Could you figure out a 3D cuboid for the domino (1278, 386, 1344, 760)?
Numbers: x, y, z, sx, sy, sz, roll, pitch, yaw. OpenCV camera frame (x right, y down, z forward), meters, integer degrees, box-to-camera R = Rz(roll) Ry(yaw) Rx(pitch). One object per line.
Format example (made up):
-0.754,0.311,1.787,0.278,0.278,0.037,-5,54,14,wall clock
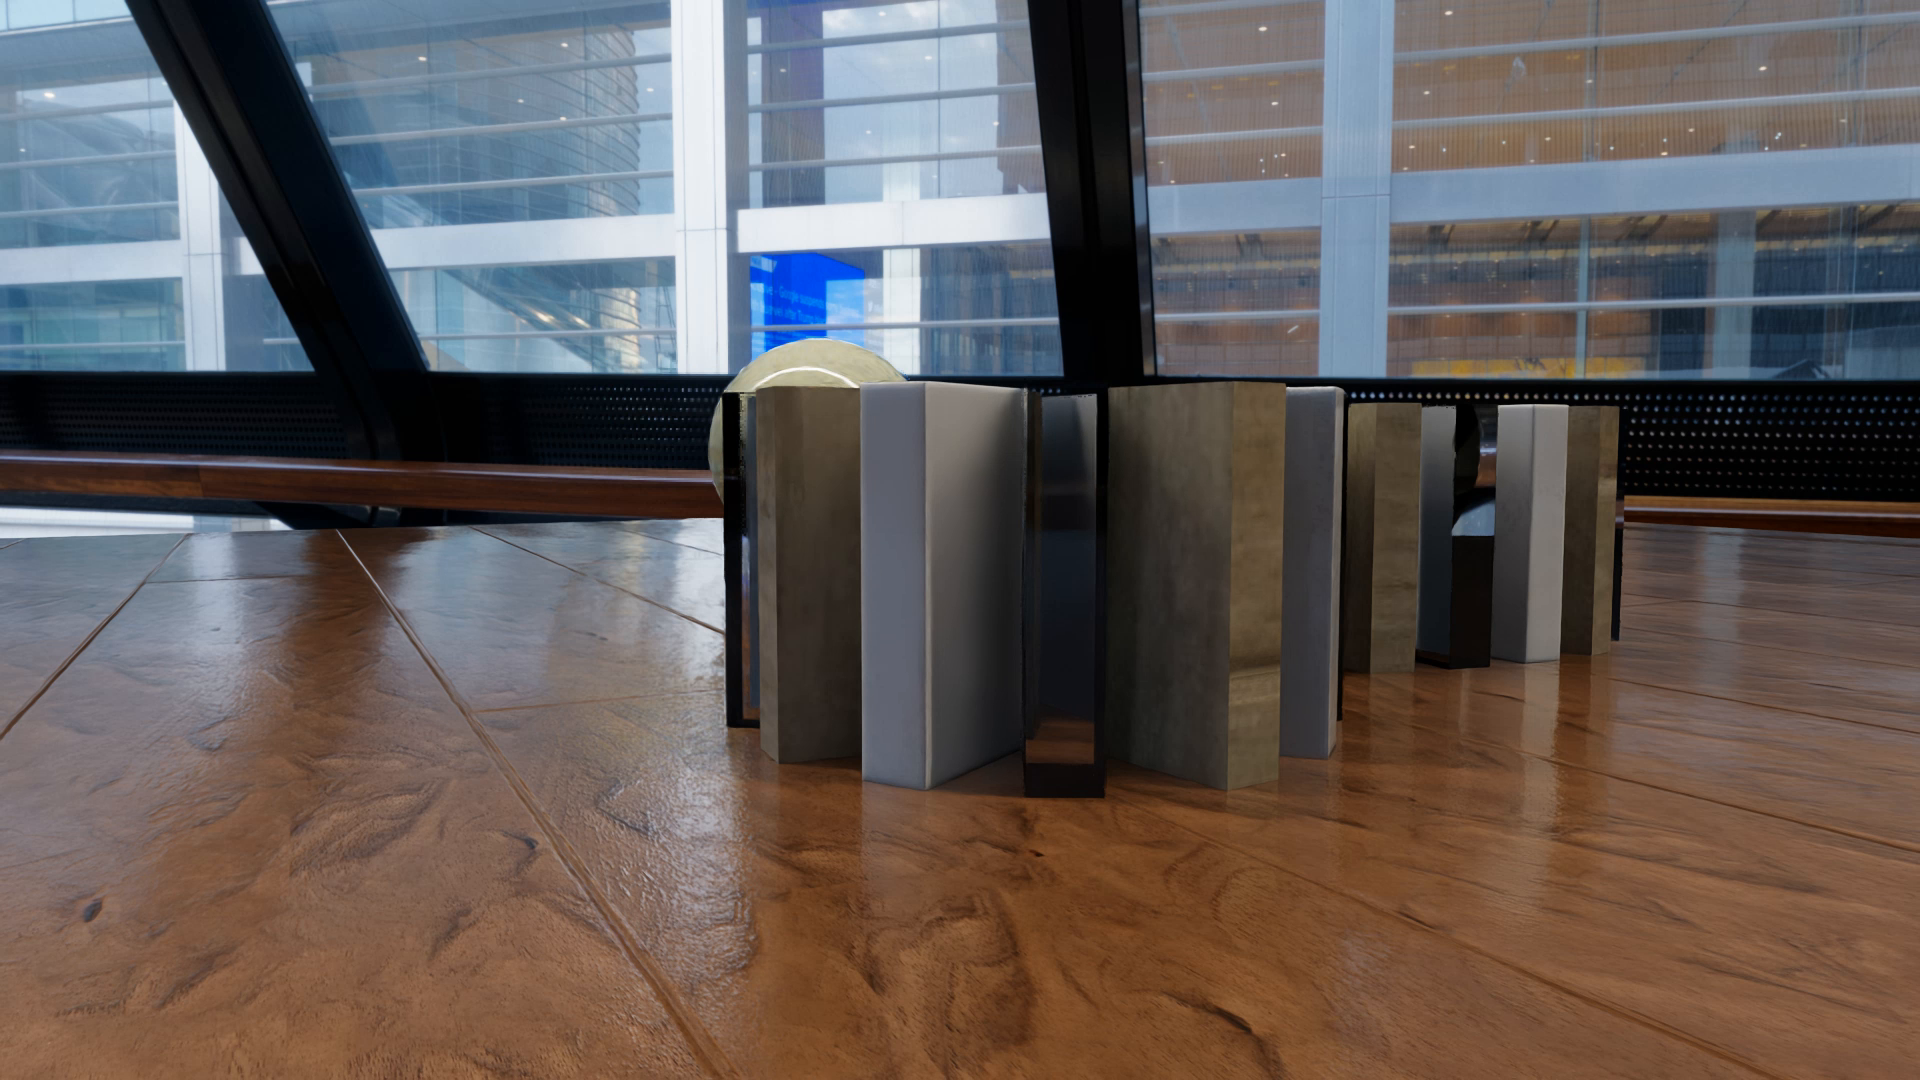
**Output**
0.040,0.004,0.180,0.025,0.050,0.009,2,5,23,domino

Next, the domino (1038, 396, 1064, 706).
0.007,0.001,0.217,0.009,0.050,0.025,-2,5,-27,domino

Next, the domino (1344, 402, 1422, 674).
0.077,-0.001,0.249,0.009,0.050,0.025,-1,4,-16,domino

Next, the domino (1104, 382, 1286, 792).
0.029,0.005,0.168,0.010,0.050,0.025,-3,5,-36,domino

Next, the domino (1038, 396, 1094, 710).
0.020,0.001,0.216,0.009,0.050,0.025,-2,5,-26,domino

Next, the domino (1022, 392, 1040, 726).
-0.001,0.003,0.198,0.025,0.050,0.009,1,4,9,domino

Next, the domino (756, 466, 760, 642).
-0.020,0.002,0.212,0.025,0.050,0.010,1,4,11,domino

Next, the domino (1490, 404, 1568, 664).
0.108,-0.002,0.260,0.009,0.050,0.025,-2,5,-25,domino

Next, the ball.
-0.050,-0.032,0.461,0.080,0.080,0.080,0,4,0,ball

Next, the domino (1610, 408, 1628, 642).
0.131,-0.004,0.282,0.025,0.050,0.009,1,4,12,domino

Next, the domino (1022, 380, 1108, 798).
0.013,0.005,0.165,0.010,0.050,0.025,0,4,2,domino

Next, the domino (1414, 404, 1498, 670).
0.093,-0.001,0.254,0.009,0.050,0.025,-1,5,-18,domino

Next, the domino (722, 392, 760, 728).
-0.022,0.003,0.193,0.025,0.050,0.010,1,4,15,domino

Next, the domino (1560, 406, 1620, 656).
0.122,-0.003,0.268,0.009,0.050,0.025,-4,6,-42,domino

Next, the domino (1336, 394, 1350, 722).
0.045,0.003,0.196,0.025,0.050,0.009,-2,5,-20,domino

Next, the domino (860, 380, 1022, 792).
-0.002,0.005,0.168,0.009,0.050,0.025,3,5,31,domino

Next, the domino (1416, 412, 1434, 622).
0.120,-0.006,0.312,0.025,0.050,0.009,-3,5,-38,domino

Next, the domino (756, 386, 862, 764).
-0.015,0.004,0.178,0.025,0.050,0.009,-2,5,-23,domino
